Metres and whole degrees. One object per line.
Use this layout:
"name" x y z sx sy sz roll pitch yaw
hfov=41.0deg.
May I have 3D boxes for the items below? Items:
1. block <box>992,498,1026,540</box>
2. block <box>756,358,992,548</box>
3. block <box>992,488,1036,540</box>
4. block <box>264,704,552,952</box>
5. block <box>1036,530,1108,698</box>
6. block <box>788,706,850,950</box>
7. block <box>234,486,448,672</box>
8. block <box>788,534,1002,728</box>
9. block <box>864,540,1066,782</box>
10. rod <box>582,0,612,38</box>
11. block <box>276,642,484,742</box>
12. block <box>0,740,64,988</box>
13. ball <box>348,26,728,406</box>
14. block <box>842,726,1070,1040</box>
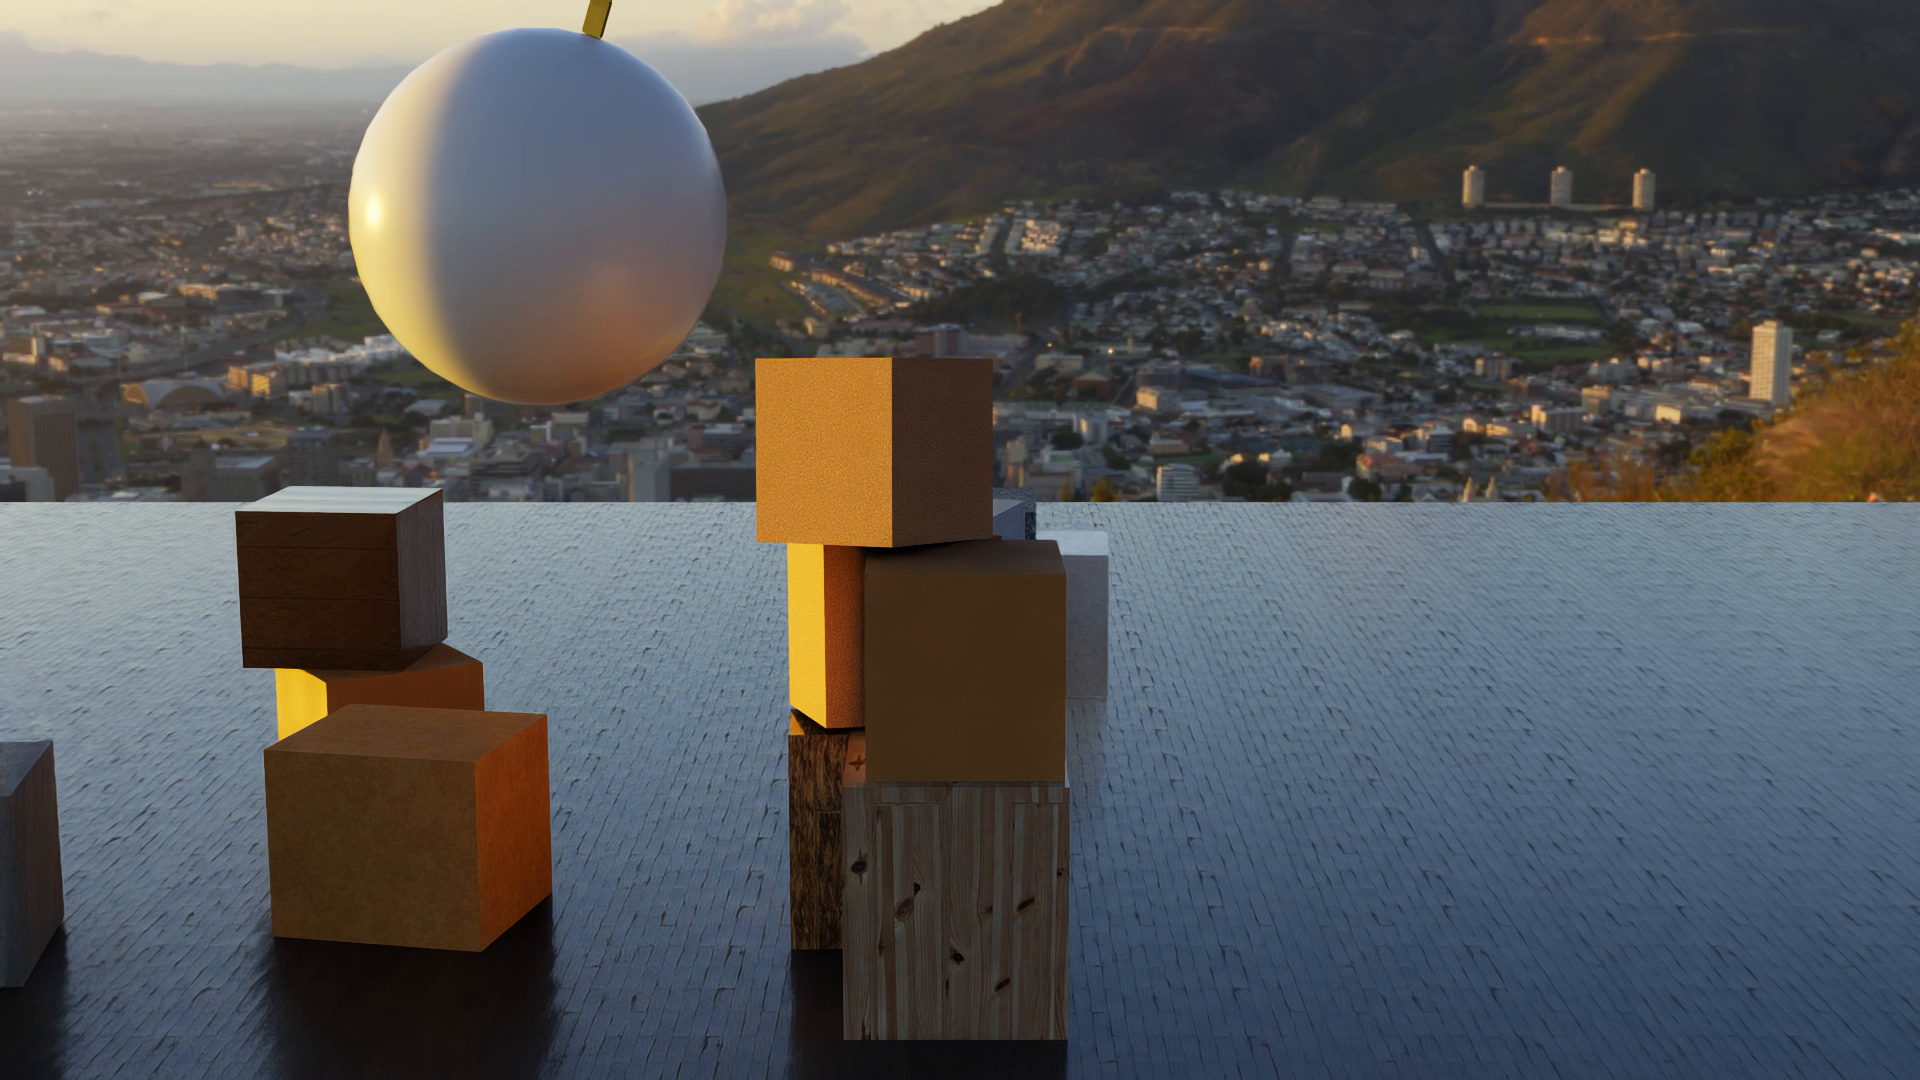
"block" -0.223 0.248 11.922 0.811 0.776 0.902 4 11 19
"block" -0.324 -0.349 9.888 0.626 0.698 0.699 2 4 33
"block" 0.004 0.131 12.810 0.742 0.678 0.737 0 10 1
"block" -2.303 1.191 10.796 0.914 0.793 0.797 2 11 12
"block" 0.471 0.421 14.944 0.775 0.826 0.762 0 10 3
"block" -0.250 1.147 10.752 0.899 0.897 0.811 0 10 -2
"block" -3.058 0.179 12.754 0.795 0.775 0.763 1 10 5
"block" -0.273 0.333 10.433 0.721 0.734 0.724 -2 4 -15
"block" 0.015 0.440 9.628 0.727 0.768 0.697 0 10 -1
"rod" -0.775 -4.566 10.350 0.080 5.200 0.080 17 10 -3
"block" -2.881 0.905 12.758 0.793 0.655 0.756 -7 12 -32
"block" -4.189 1.300 10.273 0.959 0.766 0.847 -2 10 -9
"ball" -1.788 -1.372 10.931 1.600 1.600 1.600 0 10 0
"block" -0.017 1.279 9.847 0.826 0.961 0.991 0 10 0
